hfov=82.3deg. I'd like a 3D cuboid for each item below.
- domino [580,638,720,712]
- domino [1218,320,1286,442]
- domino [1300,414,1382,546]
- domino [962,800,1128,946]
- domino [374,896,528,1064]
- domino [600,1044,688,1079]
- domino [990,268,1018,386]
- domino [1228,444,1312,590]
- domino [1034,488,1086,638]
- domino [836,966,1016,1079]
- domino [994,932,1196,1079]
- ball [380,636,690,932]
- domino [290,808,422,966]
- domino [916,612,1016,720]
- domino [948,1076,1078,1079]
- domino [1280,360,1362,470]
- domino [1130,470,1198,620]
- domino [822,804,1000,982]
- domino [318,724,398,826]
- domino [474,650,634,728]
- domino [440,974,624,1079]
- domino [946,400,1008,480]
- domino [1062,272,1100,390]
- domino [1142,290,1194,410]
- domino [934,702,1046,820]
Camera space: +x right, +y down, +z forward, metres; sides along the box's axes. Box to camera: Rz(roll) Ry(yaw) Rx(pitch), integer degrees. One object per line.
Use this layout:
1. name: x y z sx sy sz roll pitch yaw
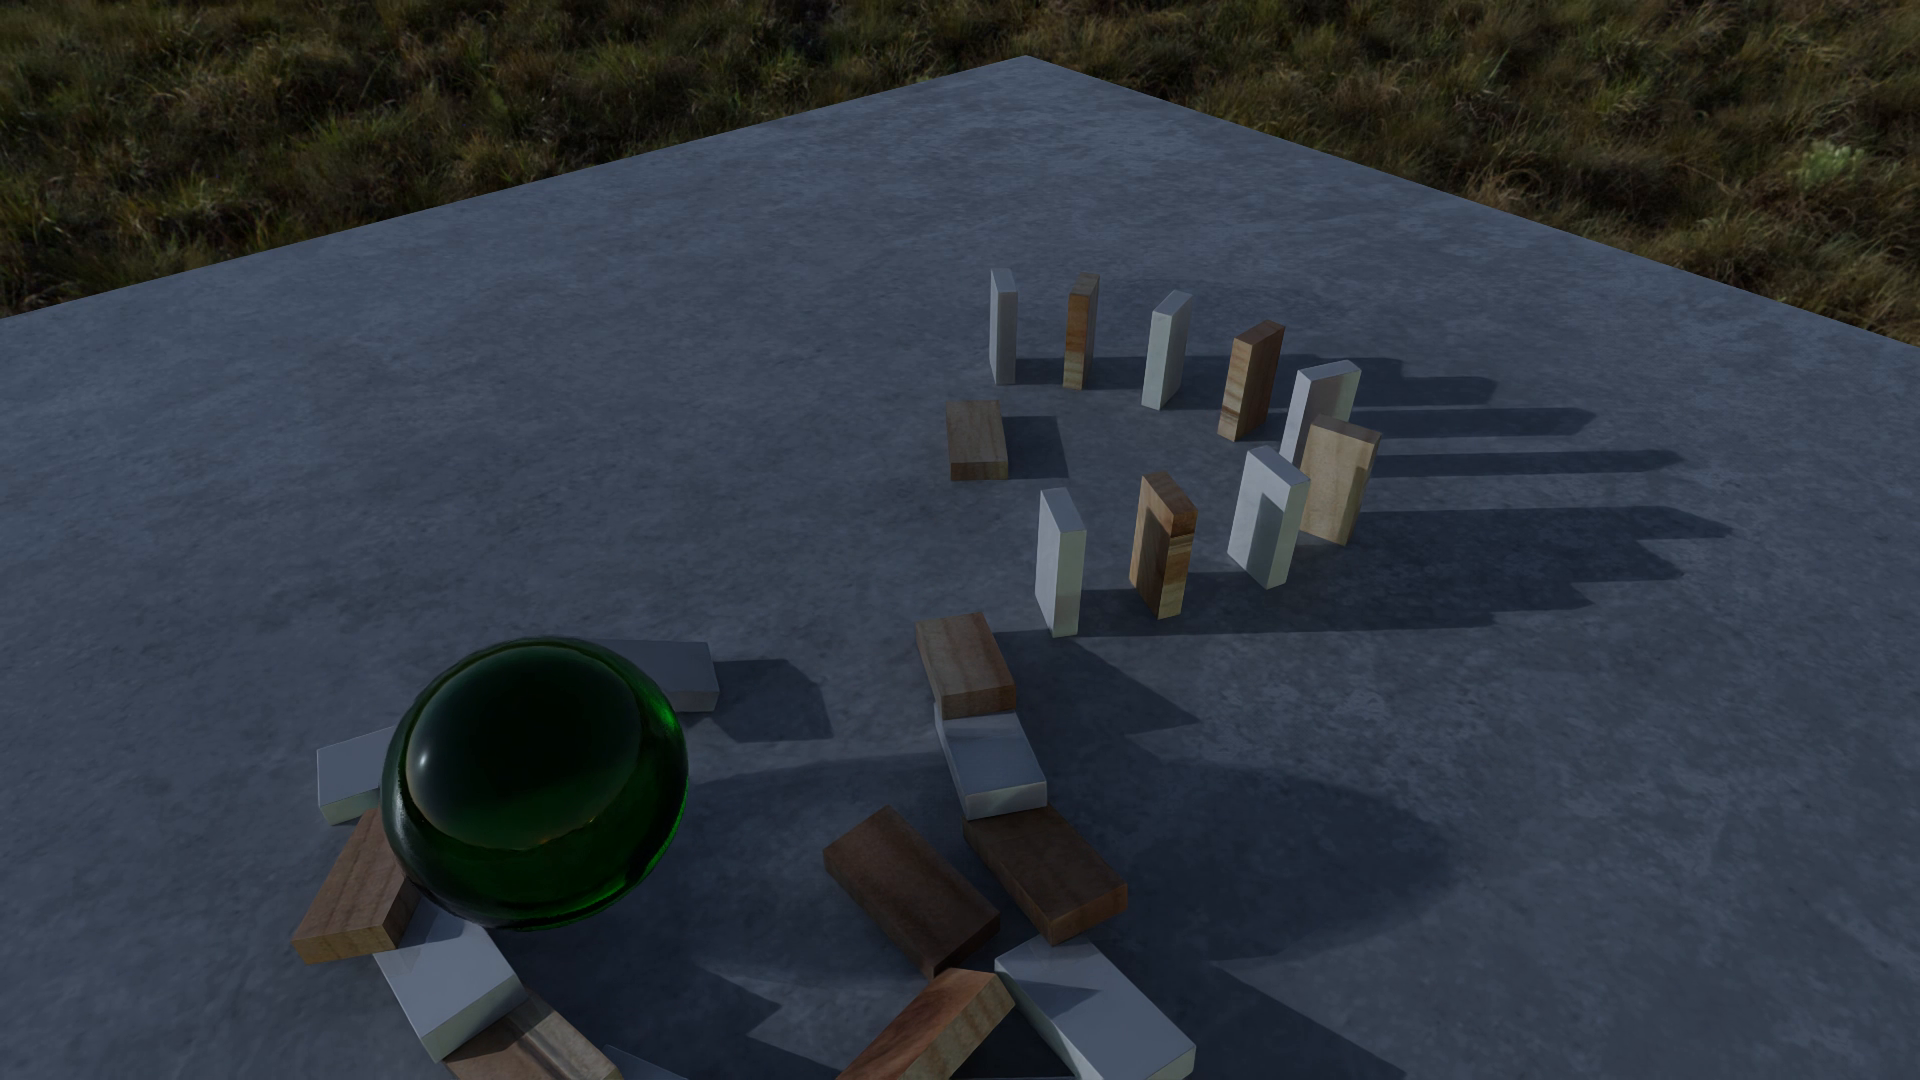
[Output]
1. domino: -0.109 0.046 0.374 0.050 0.009 0.025 5 35 -28
2. domino: 0.132 -0.072 0.500 0.025 0.050 0.009 -31 48 -32
3. domino: 0.149 -0.024 0.440 0.025 0.050 0.010 23 45 26
4. domino: 0.024 0.093 0.321 0.025 0.010 0.050 -18 30 -23
5. domino: -0.139 0.114 0.295 0.025 0.009 0.050 -31 35 -32
6. domino: -0.073 0.141 0.261 0.050 0.010 0.025 5 37 30
7. domino: 0.021 -0.104 0.539 0.010 0.050 0.025 -4 39 -5
8. domino: 0.118 -0.008 0.422 0.009 0.050 0.025 -17 42 -20
9. domino: 0.036 0.009 0.401 0.010 0.050 0.025 -8 40 -9
10. domino: -0.012 0.129 0.275 0.050 0.025 0.009 -35 96 -35
11. domino: 0.034 0.122 0.284 0.025 0.010 0.050 -17 31 -30
12. ball: -0.117 0.067 0.306 0.080 0.080 0.080 0 39 0
13. domino: -0.167 0.096 0.316 0.025 0.010 0.050 -10 29 1
14. domino: 0.001 0.043 0.382 0.025 0.010 0.050 -8 26 -9
15. domino: 0.015 0.145 0.266 0.050 0.009 0.025 -1 39 -1
16. domino: 0.154 -0.052 0.474 0.025 0.050 0.010 -14 41 -16
17. domino: 0.075 0.002 0.409 0.009 0.050 0.025 -12 41 -14
18. domino: -0.015 0.102 0.319 0.025 0.010 0.050 -30 48 -31
19. domino: -0.179 0.071 0.356 0.050 0.010 0.025 -17 42 -20
20. domino: -0.138 0.049 0.375 0.050 0.009 0.025 -2 38 -21
21. domino: -0.107 0.131 0.273 0.050 0.009 0.025 14 39 41
22. domino: 0.007 -0.046 0.499 0.025 0.010 0.050 -2 39 -2
23. domino: 0.059 -0.101 0.535 0.009 0.050 0.025 11 41 13
24. domino: 0.098 -0.090 0.521 0.010 0.050 0.025 22 44 24
25. domino: 0.009 0.068 0.351 0.025 0.009 0.050 -8 26 -9
